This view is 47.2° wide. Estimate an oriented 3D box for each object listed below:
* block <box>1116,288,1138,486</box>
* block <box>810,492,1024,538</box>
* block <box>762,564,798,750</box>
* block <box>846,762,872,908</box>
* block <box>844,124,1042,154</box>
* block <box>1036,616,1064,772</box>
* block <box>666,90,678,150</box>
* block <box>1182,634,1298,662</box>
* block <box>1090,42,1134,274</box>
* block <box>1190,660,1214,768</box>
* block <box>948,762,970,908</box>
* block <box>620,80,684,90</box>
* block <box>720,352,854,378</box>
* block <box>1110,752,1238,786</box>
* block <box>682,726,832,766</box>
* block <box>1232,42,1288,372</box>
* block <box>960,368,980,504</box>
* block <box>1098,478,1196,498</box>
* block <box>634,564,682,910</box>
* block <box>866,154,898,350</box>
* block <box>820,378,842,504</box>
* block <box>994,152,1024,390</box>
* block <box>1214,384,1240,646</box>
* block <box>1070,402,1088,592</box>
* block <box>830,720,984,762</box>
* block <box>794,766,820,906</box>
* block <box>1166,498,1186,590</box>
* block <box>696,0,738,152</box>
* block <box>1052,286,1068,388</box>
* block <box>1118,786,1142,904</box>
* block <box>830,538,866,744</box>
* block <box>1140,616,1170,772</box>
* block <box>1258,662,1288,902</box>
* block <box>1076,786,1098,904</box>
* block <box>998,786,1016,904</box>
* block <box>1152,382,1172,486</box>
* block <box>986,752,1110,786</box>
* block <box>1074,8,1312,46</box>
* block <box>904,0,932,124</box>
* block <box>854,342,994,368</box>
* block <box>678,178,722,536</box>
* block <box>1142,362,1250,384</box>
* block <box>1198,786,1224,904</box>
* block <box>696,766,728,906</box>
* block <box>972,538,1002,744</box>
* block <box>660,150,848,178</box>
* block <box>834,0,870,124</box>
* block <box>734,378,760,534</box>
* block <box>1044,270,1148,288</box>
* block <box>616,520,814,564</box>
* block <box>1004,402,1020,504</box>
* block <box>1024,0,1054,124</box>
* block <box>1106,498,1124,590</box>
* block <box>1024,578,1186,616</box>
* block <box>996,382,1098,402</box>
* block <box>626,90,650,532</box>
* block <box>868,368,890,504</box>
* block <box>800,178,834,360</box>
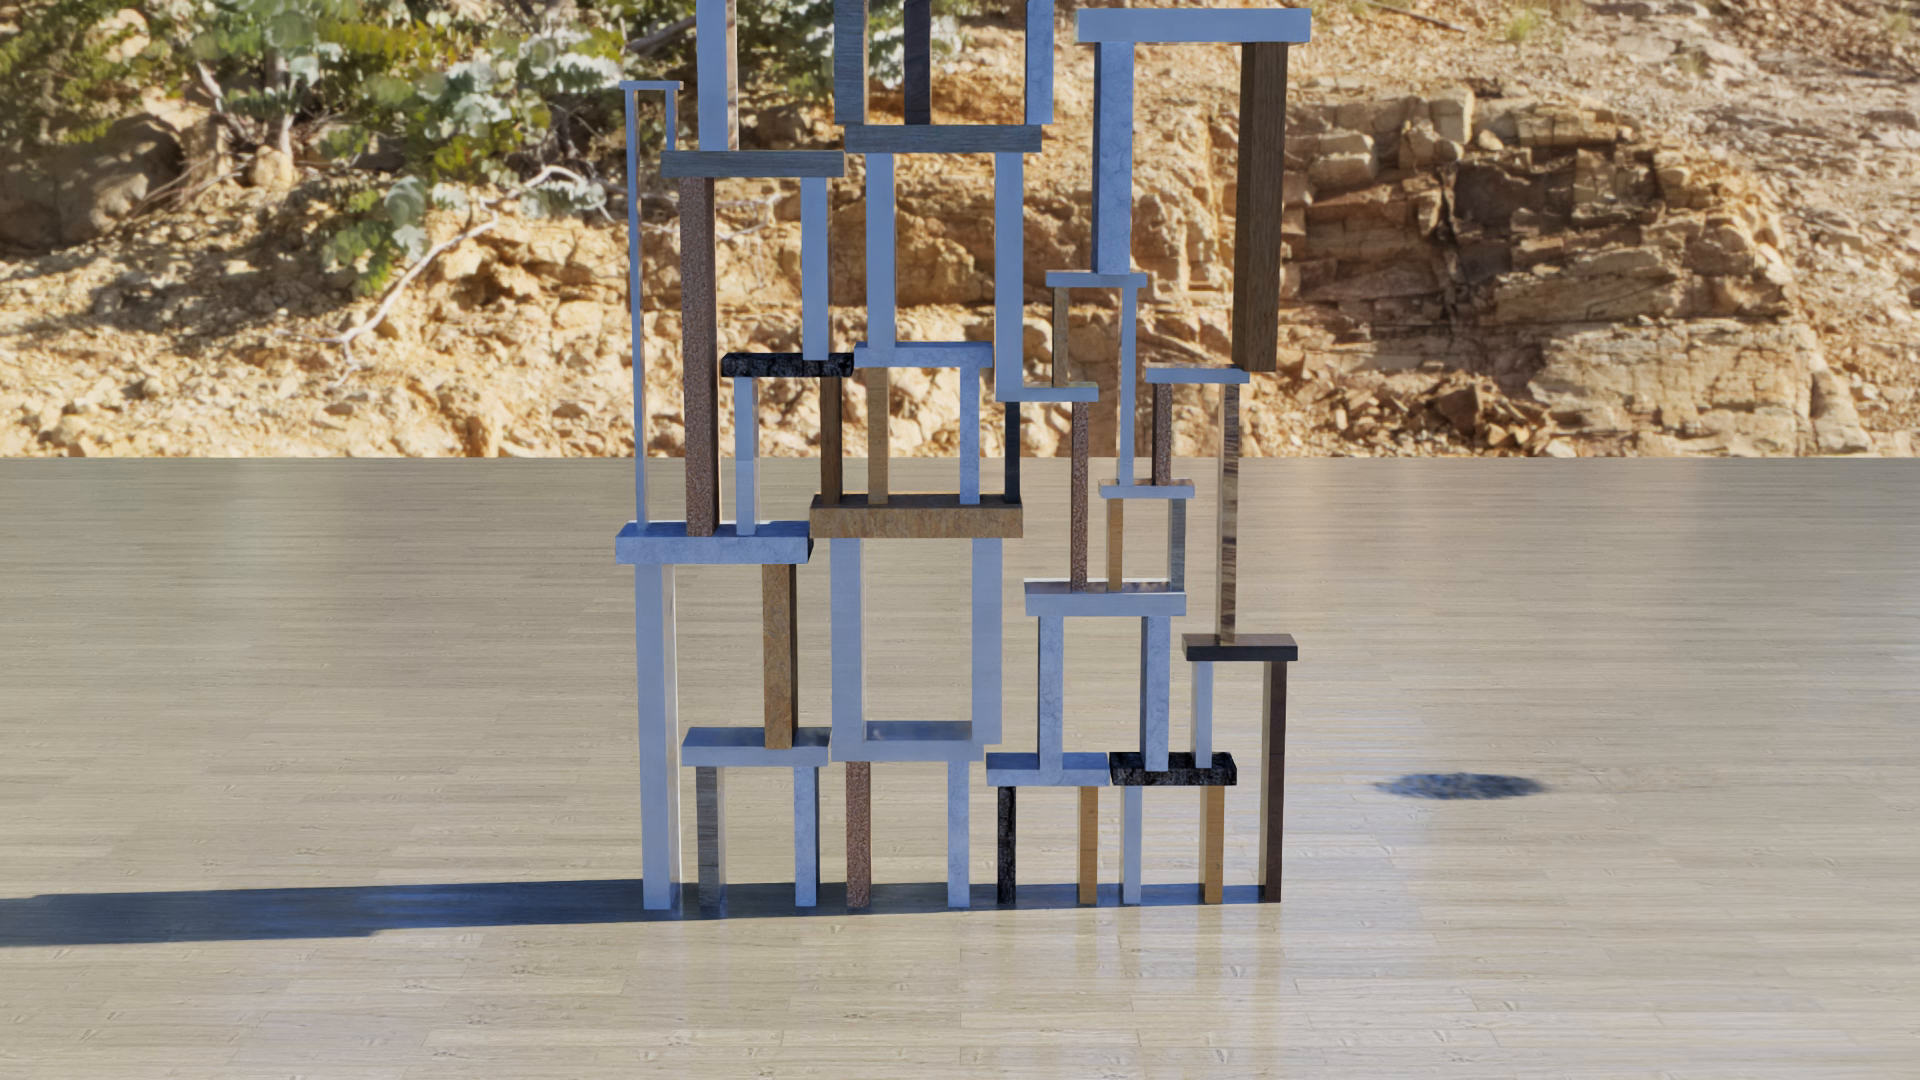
[{"bbox_3d":[0.265,-0.248,3.510,0.022,0.315,0.079,0,11,0],"label":"block"},{"bbox_3d":[-0.069,-0.041,3.547,0.337,0.048,0.168,0,11,0],"label":"block"},{"bbox_3d":[-0.293,0.174,3.592,0.043,0.304,0.152,0,10,0],"label":"block"},{"bbox_3d":[-0.167,0.469,3.644,0.035,0.248,0.124,0,11,0],"label":"block"},{"bbox_3d":[-0.025,-0.628,3.440,0.301,0.043,0.151,0,11,1],"label":"block"},{"bbox_3d":[0.147,0.237,3.605,0.036,0.258,0.129,0,11,0],"label":"block"},{"bbox_3d":[-0.450,-0.657,3.440,0.013,0.094,0.047,0,11,0],"label":"block"},{"bbox_3d":[0.456,0.175,3.592,0.179,0.025,0.090,0,11,0],"label":"block"},{"bbox_3d":[0.238,-0.598,3.447,0.050,0.351,0.175,0,11,0],"label":"block"},{"bbox_3d":[0.397,0.275,3.611,0.025,0.179,0.090,0,10,0],"label":"block"},{"bbox_3d":[-0.002,0.469,3.643,0.035,0.248,0.124,0,11,0],"label":"block"},{"bbox_3d":[-0.481,-0.709,3.430,0.094,0.013,0.047,0,11,0],"label":"block"},{"bbox_3d":[-0.274,-0.279,3.504,0.203,0.029,0.102,0,10,0],"label":"block"},{"bbox_3d":[0.350,0.377,3.632,0.202,0.029,0.101,0,11,0],"label":"block"},{"bbox_3d":[-0.332,0.340,3.622,0.238,0.034,0.119,0,11,0],"label":"block"},{"bbox_3d":[0.470,-0.523,3.459,0.050,0.501,0.175,1,11,0],"label":"block"},{"bbox_3d":[0.015,-0.174,3.532,0.031,0.219,0.109,0,11,0],"label":"block"},{"bbox_3d":[0.300,-0.083,3.544,0.150,0.021,0.075,0,11,0],"label":"block"},{"bbox_3d":[-0.495,0.307,3.617,0.043,0.575,0.152,0,11,0],"label":"block"},{"bbox_3d":[-0.123,-0.459,3.473,0.043,0.301,0.151,0,10,0],"label":"block"},{"bbox_3d":[-0.206,-0.165,3.526,0.029,0.203,0.102,0,10,0],"label":"block"},{"bbox_3d":[0.077,-0.427,3.475,0.043,0.365,0.151,0,11,1],"label":"block"},{"bbox_3d":[0.431,-0.045,3.547,0.023,0.425,0.082,0,11,0],"label":"block"},{"bbox_3d":[0.192,-0.076,3.546,0.023,0.306,0.081,0,11,0],"label":"block"},{"bbox_3d":[-0.085,0.330,3.617,0.248,0.035,0.124,0,11,0],"label":"block"},{"bbox_3d":[-0.253,0.473,3.646,0.034,0.238,0.119,0,11,0],"label":"block"},{"bbox_3d":[0.350,0.001,3.560,0.021,0.150,0.075,0,11,0],"label":"block"},{"bbox_3d":[-0.377,-0.785,3.413,0.045,0.356,0.158,0,11,0],"label":"block"},{"bbox_3d":[0.159,-0.325,3.494,0.022,0.157,0.079,0,11,0],"label":"block"},{"bbox_3d":[0.283,0.490,3.653,0.029,0.202,0.101,0,11,0],"label":"block"},{"bbox_3d":[-0.181,0.148,3.582,0.048,0.337,0.168,0,11,0],"label":"block"},{"bbox_3d":[0.319,0.237,3.605,0.036,0.257,0.129,0,11,0],"label":"block"},{"bbox_3d":[0.516,0.389,3.632,0.025,0.409,0.090,0,11,0],"label":"block"},{"bbox_3d":[0.211,0.491,3.653,0.028,0.201,0.100,0,11,0],"label":"block"},{"bbox_3d":[0.077,0.491,3.653,0.028,0.201,0.100,0,11,0],"label":"block"},{"bbox_3d":[0.323,-0.174,3.523,0.023,0.164,0.082,0,10,0],"label":"block"},{"bbox_3d":[0.144,0.378,3.632,0.201,0.028,0.100,0,11,0],"label":"block"},{"bbox_3d":[0.355,-0.794,3.409,0.351,0.050,0.175,0,11,0],"label":"block"},{"bbox_3d":[-0.064,-0.786,3.407,0.040,0.281,0.140,0,11,1],"label":"block"},{"bbox_3d":[-0.058,-0.297,3.509,0.219,0.031,0.109,0,11,0],"label":"block"},{"bbox_3d":[-0.413,-0.294,3.503,0.040,0.562,0.141,0,11,0],"label":"block"},{"bbox_3d":[0.375,-0.266,3.505,0.164,0.023,0.082,1,11,0],"label":"block"},{"bbox_3d":[0.418,0.490,3.653,0.029,0.202,0.101,0,11,0],"label":"block"},{"bbox_3d":[-0.412,0.473,3.646,0.034,0.238,0.119,0,11,0],"label":"block"},{"bbox_3d":[0.043,0.148,3.582,0.048,0.337,0.168,0,11,0],"label":"block"},{"bbox_3d":[-0.319,-0.590,3.448,0.282,0.040,0.141,0,11,0],"label":"block"},{"bbox_3d":[-0.168,-0.804,3.408,0.045,0.316,0.158,0,11,1],"label":"block"},{"bbox_3d":[-0.341,-0.141,3.530,0.029,0.252,0.102,0,11,0],"label":"block"},{"bbox_3d":[0.214,-0.414,3.478,0.157,0.022,0.079,0,11,0],"label":"block"},{"bbox_3d":[-0.394,0.003,3.561,0.304,0.043,0.152,0,11,0],"label":"block"},{"bbox_3d":[0.084,-0.146,3.532,0.023,0.163,0.081,0,11,0],"label":"block"},{"bbox_3d":[0.123,-0.786,3.405,0.040,0.281,0.140,0,11,0],"label":"block"},{"bbox_3d":[0.250,0.001,3.559,0.021,0.150,0.075,0,11,0],"label":"block"},{"bbox_3d":[0.233,0.092,3.578,0.257,0.036,0.129,0,11,0],"label":"block"},{"bbox_3d":[0.138,-0.237,3.514,0.163,0.023,0.081,0,11,1],"label":"block"},{"bbox_3d":[-0.512,-0.361,3.495,0.013,0.696,0.047,0,11,0],"label":"block"},{"bbox_3d":[-0.131,-0.174,3.532,0.031,0.219,0.109,0,11,0],"label":"block"},{"bbox_3d":[-0.225,-0.432,3.478,0.040,0.282,0.141,0,10,0],"label":"block"}]
